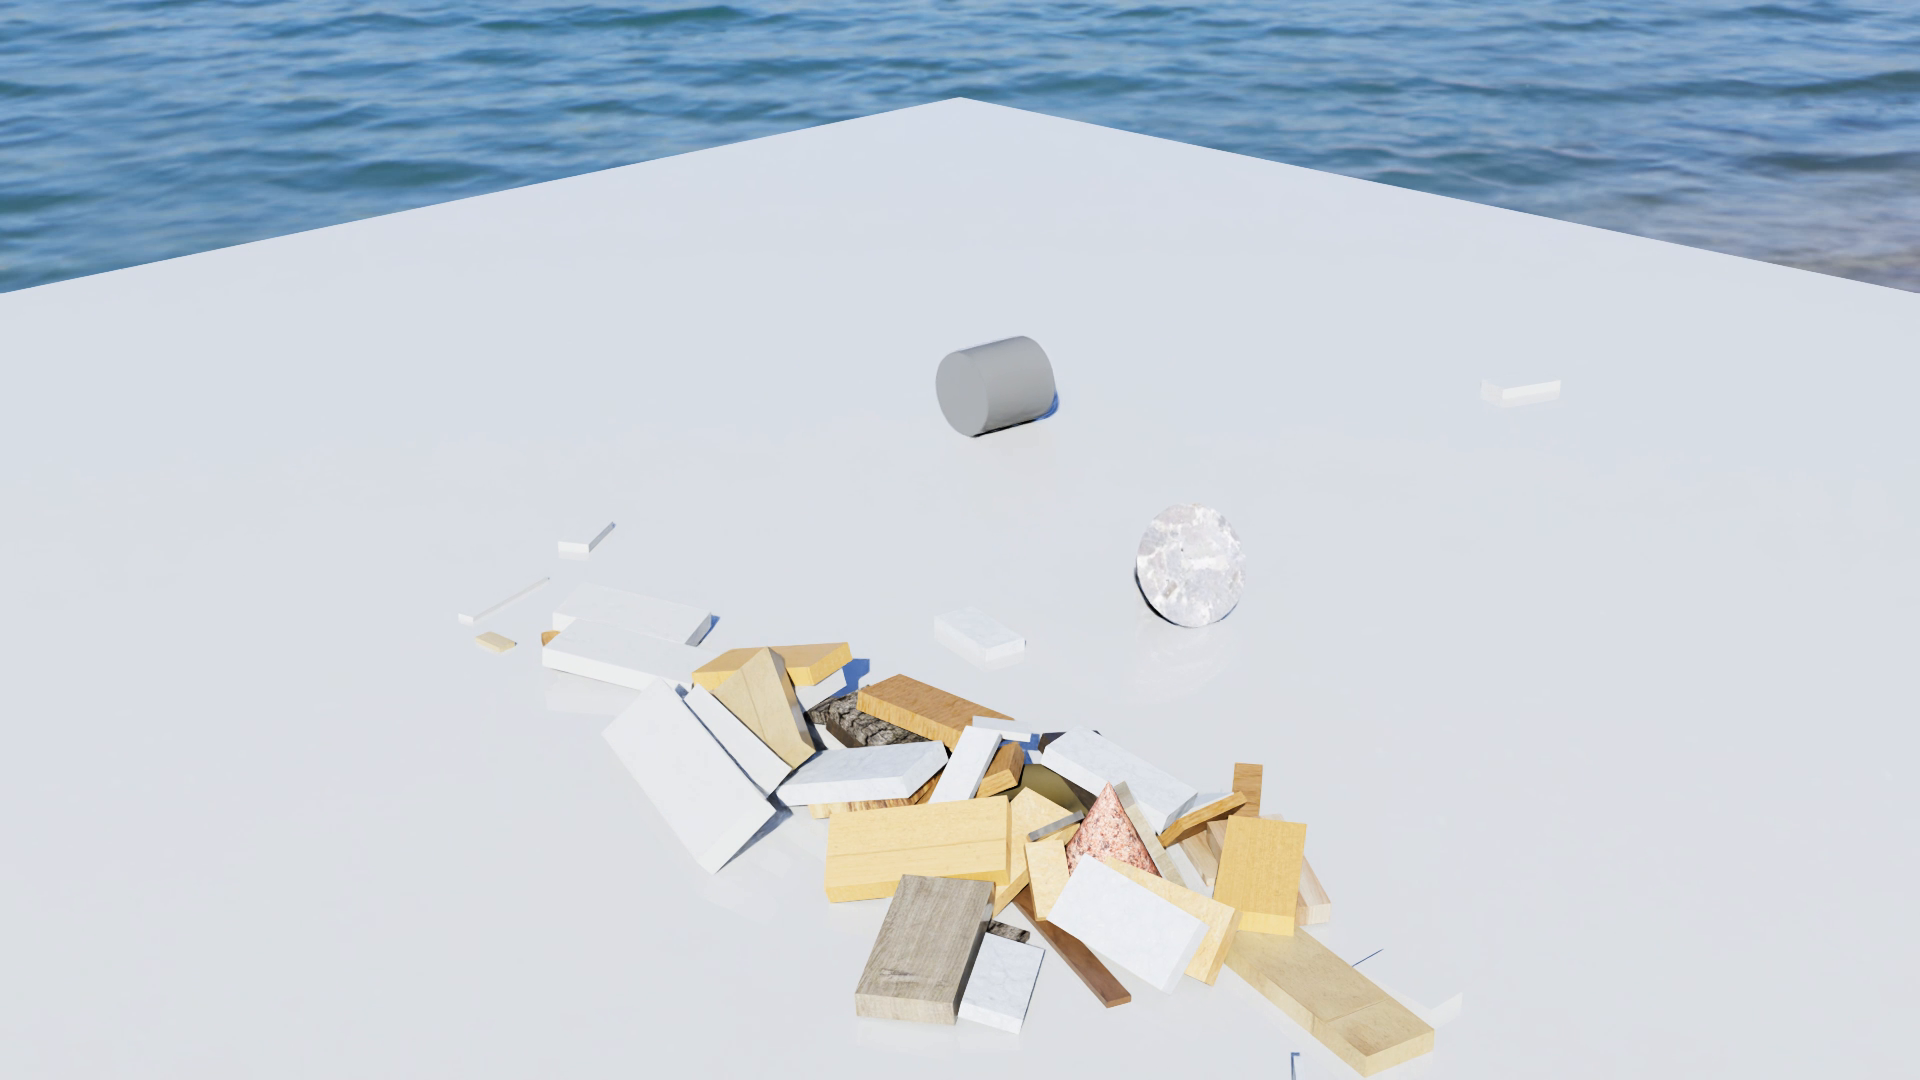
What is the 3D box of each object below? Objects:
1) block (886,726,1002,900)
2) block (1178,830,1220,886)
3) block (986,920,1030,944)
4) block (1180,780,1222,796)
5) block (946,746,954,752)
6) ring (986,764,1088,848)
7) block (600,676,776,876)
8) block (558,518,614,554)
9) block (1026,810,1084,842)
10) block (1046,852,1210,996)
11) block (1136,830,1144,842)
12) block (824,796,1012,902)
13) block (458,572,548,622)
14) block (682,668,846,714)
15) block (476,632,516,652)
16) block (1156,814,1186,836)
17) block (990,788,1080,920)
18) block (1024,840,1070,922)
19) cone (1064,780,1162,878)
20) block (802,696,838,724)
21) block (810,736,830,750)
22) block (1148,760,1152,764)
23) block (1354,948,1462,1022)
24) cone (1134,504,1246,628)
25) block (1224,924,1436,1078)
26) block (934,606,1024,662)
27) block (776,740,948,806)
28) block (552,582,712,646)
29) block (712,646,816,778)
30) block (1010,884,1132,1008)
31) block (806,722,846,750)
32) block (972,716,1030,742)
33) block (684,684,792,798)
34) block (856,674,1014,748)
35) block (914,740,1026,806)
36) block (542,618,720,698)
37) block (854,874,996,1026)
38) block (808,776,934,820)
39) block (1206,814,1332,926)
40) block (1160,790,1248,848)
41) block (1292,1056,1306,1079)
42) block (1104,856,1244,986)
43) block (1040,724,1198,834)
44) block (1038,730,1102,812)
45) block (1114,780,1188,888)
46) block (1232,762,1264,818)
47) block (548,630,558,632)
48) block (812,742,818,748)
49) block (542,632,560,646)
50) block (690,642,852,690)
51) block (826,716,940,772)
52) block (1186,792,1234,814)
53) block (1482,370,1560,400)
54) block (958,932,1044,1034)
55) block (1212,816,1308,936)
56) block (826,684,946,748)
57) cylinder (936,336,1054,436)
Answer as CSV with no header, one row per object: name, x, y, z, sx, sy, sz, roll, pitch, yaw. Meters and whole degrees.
block,-0.030,0.530,4.254,0.073,0.021,0.409,10,51,24
block,0.465,0.597,4.333,0.059,0.017,0.290,-6,24,-13
block,0.067,0.723,4.037,0.110,0.016,0.055,13,26,28
block,0.473,0.519,4.515,0.119,0.017,0.059,7,24,16
block,0.000,0.414,4.629,0.147,0.042,0.293,31,3,-36
ring,0.161,0.542,4.358,0.300,0.100,0.300,-1,24,0
block,-0.561,0.468,4.471,0.173,0.049,0.585,-45,34,-5
block,-0.979,-0.013,5.760,0.084,0.024,0.167,6,24,13
block,0.179,0.541,4.135,0.110,0.016,0.055,-23,-14,-8
block,0.300,0.688,3.951,0.279,0.139,0.040,26,-8,39
block,0.366,0.568,4.359,0.014,0.048,0.096,18,29,42
block,-0.078,0.585,4.163,0.346,0.049,0.173,-7,44,9
block,-1.122,0.140,5.415,0.045,0.013,0.282,12,26,27
block,-0.429,0.330,4.802,0.330,0.047,0.165,-4,16,37
block,-1.095,0.240,5.180,0.091,0.013,0.045,18,29,37
block,0.405,0.567,4.319,0.048,0.096,0.014,-17,69,-35
block,0.091,0.595,4.172,0.133,0.038,0.266,26,56,37
block,0.167,0.634,4.096,0.073,0.021,0.147,-3,61,-11
cone,0.277,0.558,4.136,0.242,0.242,0.242,0,23,0
block,-0.310,0.362,4.709,0.087,0.025,0.174,-23,16,-40
block,-0.275,0.420,4.707,0.139,0.020,0.070,30,36,30
block,0.333,0.498,4.522,0.072,0.020,0.143,-18,9,38
block,0.789,0.785,3.880,0.087,0.025,0.174,-18,29,-37
cone,0.497,0.075,5.413,0.299,0.299,0.299,-11,-1,-24
block,0.633,0.791,3.842,0.149,0.042,0.408,-13,26,-28
block,0.045,0.220,5.203,0.109,0.031,0.219,-15,27,-31
block,-0.200,0.471,4.434,0.320,0.045,0.160,-8,17,34
block,-0.772,0.189,5.184,0.330,0.047,0.165,12,29,12
block,-0.412,0.377,4.592,0.160,0.045,0.320,-40,38,11
block,0.194,0.736,4.008,0.048,0.014,0.400,-10,25,-23
block,-0.240,0.421,4.672,0.174,0.025,0.087,31,37,31
block,0.083,0.381,4.436,0.117,0.017,0.059,8,19,-2
block,-0.499,0.442,4.540,0.160,0.045,0.384,-50,37,-5
block,-0.051,0.359,4.536,0.293,0.042,0.147,19,22,30
block,-0.004,0.491,4.392,0.266,0.038,0.133,-24,14,16
block,-0.746,0.273,5.014,0.369,0.047,0.165,13,26,15
block,-0.058,0.726,3.926,0.173,0.049,0.346,3,28,13
block,-0.178,0.509,4.423,0.231,0.033,0.116,-10,16,29
block,0.584,0.629,4.181,0.149,0.042,0.299,-6,28,-9
block,0.476,0.549,4.317,0.174,0.087,0.025,-18,67,-36
block,0.553,0.896,3.579,0.016,0.055,0.110,2,23,4
block,0.361,0.686,3.973,0.279,0.139,0.040,18,-10,36
block,0.312,0.464,4.302,0.279,0.040,0.139,28,28,22
block,0.277,0.471,4.355,0.133,0.038,0.266,0,30,-31
block,0.362,0.565,4.160,0.025,0.227,0.087,-30,24,3
block,0.578,0.543,4.459,0.059,0.017,0.347,4,23,9
block,-0.942,0.233,5.195,0.045,0.013,0.091,-19,30,-38
block,-0.339,0.408,4.775,0.140,0.020,0.070,20,30,40
block,-0.888,0.240,5.141,0.167,0.024,0.084,-5,30,-19
block,-0.413,0.277,4.814,0.333,0.042,0.147,-5,16,35
block,-0.160,0.429,4.584,0.116,0.033,0.231,-21,48,-41
block,0.477,0.533,4.398,0.143,0.020,0.072,-13,3,-44
block,1.752,-0.486,6.866,0.219,0.031,0.109,-10,25,-22
block,0.074,0.777,3.862,0.109,0.031,0.219,15,25,6
block,0.560,0.622,4.102,0.149,0.042,0.299,5,28,11
block,-0.154,0.395,4.575,0.231,0.033,0.116,36,39,28
cylinder,0.104,-0.457,6.518,0.251,0.251,0.251,-17,28,-35
